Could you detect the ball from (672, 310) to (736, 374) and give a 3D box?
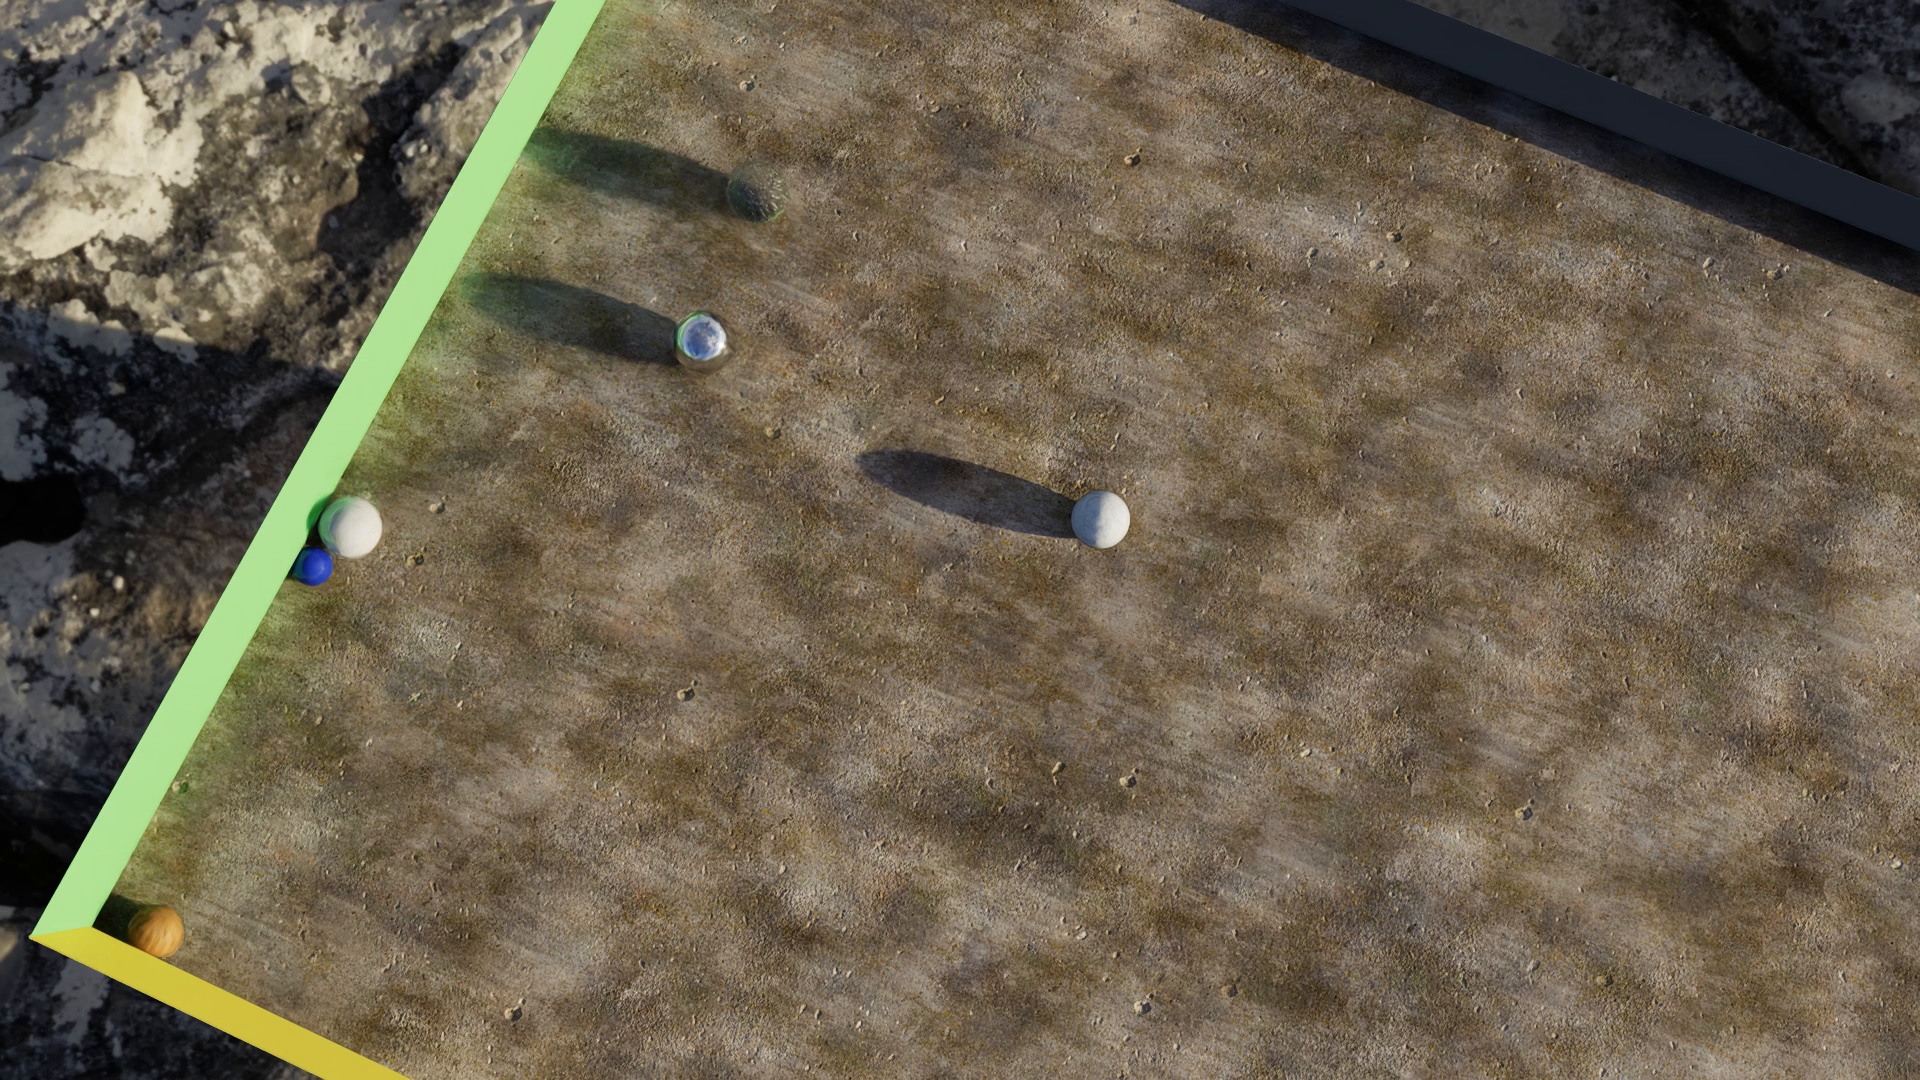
[{"bbox_3d":[-0.401,-0.310,3.448,0.100,0.100,0.100,0,74,0],"label":"ball"}]

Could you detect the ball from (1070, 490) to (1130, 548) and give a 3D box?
[{"bbox_3d":[0.215,-0.032,3.370,0.091,0.091,0.091,0,74,0],"label":"ball"}]

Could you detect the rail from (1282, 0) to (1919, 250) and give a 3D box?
[{"bbox_3d":[1.307,-0.572,3.509,3.806,0.130,0.045,23,75,7],"label":"rail"}]

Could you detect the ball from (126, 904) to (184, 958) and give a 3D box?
[{"bbox_3d":[-1.171,0.569,3.200,0.077,0.077,0.077,0,74,0],"label":"ball"}]

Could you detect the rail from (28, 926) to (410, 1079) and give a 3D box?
[{"bbox_3d":[0.430,1.306,2.954,3.806,0.130,0.045,23,75,7],"label":"rail"}]

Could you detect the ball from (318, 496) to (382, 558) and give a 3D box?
[{"bbox_3d":[-0.933,-0.020,3.365,0.094,0.094,0.094,0,74,0],"label":"ball"}]

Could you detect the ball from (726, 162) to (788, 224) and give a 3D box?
[{"bbox_3d":[-0.324,-0.556,3.521,0.099,0.099,0.099,0,74,0],"label":"ball"}]

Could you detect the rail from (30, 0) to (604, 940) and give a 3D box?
[{"bbox_3d":[-0.847,-0.370,3.449,0.045,0.130,2.193,23,75,7],"label":"rail"}]

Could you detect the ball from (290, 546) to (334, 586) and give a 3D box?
[{"bbox_3d":[-0.991,0.040,3.364,0.062,0.062,0.062,0,74,0],"label":"ball"}]
